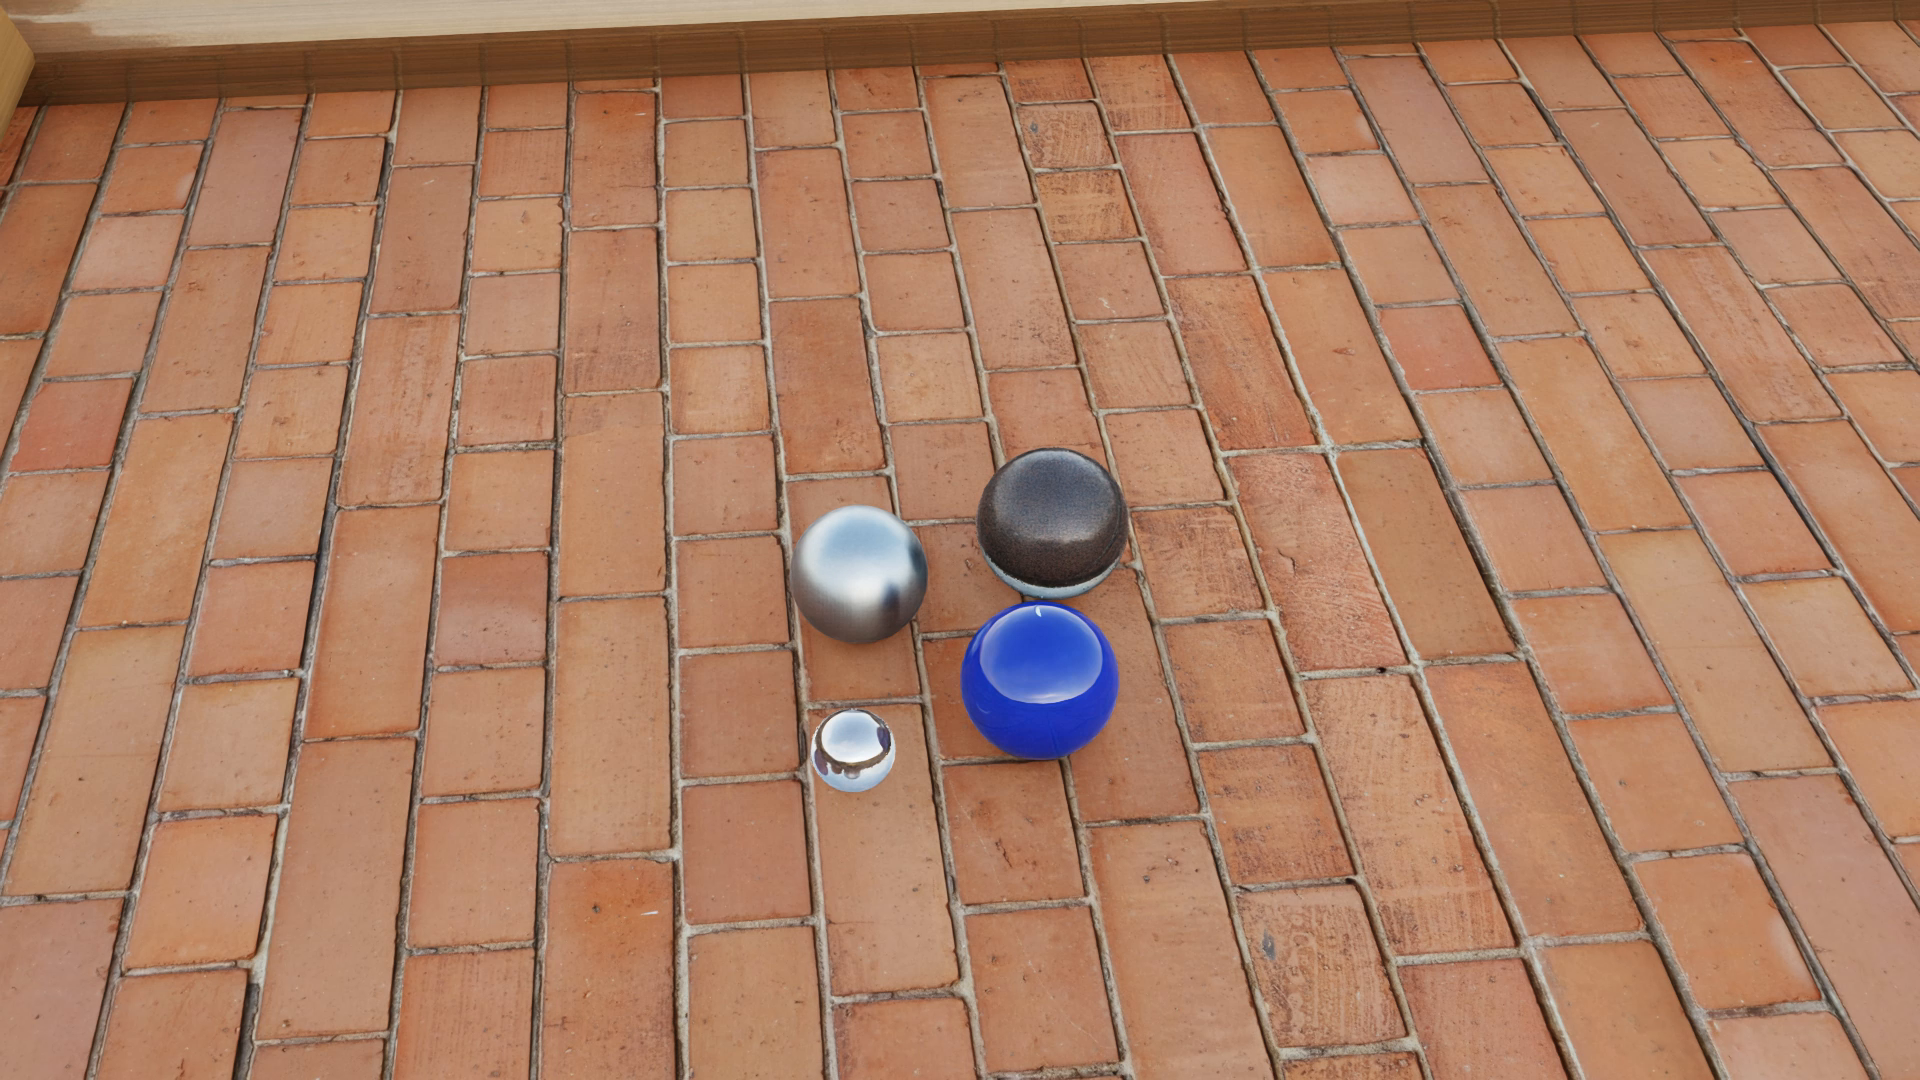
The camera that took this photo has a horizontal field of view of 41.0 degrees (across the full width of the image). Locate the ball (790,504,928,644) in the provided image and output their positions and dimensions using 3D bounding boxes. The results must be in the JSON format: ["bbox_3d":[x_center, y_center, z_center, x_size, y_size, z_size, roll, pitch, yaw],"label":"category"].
[{"bbox_3d":[-0.064,0.022,1.620,0.088,0.088,0.088,0,36,0],"label":"ball"}]

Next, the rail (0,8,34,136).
[{"bbox_3d":[-0.730,0.026,1.577,0.045,0.129,1.590,-4,36,-5],"label":"rail"}]

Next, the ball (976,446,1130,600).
[{"bbox_3d":[0.060,-0.010,1.655,0.099,0.099,0.099,0,36,0],"label":"ball"}]

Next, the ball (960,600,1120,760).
[{"bbox_3d":[0.047,0.084,1.527,0.095,0.095,0.095,0,36,0],"label":"ball"}]

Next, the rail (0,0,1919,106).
[{"bbox_3d":[0.672,-0.514,2.328,3.033,0.129,0.045,-4,36,-5],"label":"rail"}]

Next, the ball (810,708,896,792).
[{"bbox_3d":[-0.063,0.124,1.510,0.050,0.050,0.050,0,36,0],"label":"ball"}]
